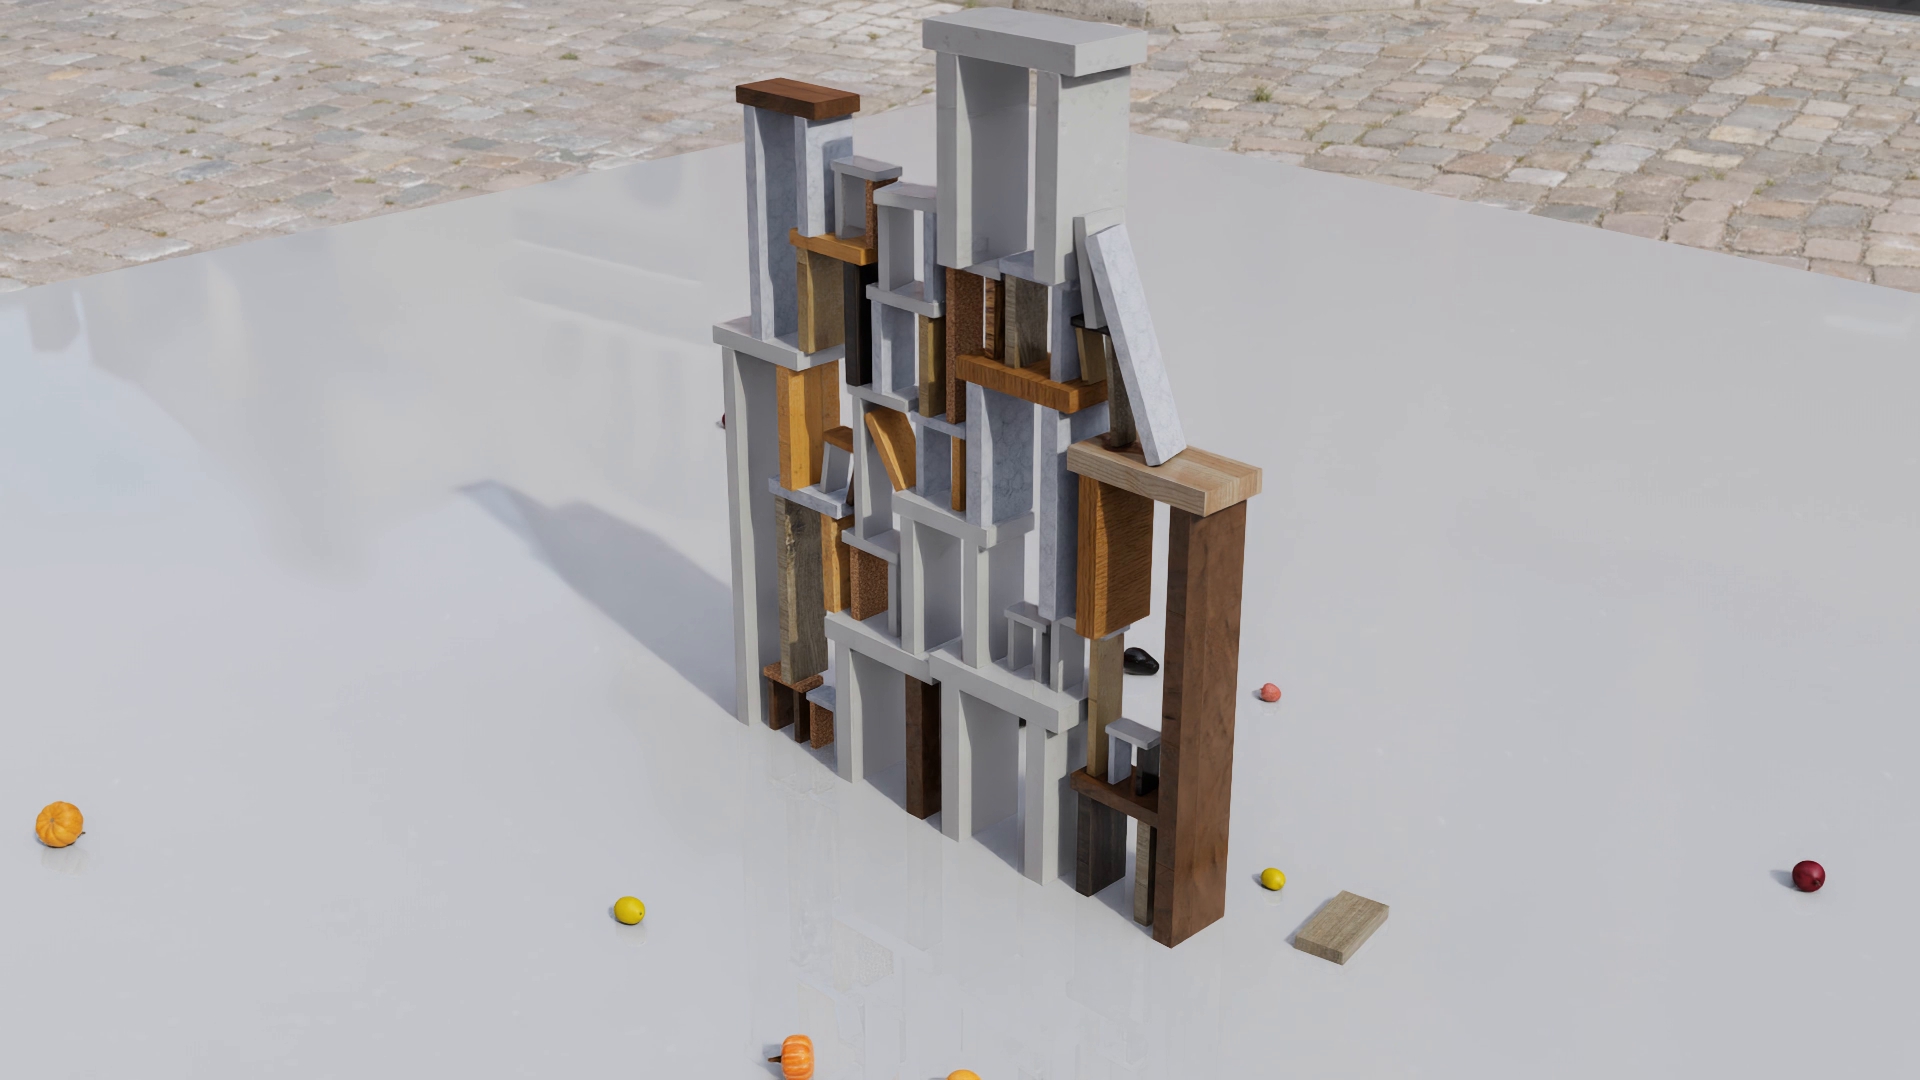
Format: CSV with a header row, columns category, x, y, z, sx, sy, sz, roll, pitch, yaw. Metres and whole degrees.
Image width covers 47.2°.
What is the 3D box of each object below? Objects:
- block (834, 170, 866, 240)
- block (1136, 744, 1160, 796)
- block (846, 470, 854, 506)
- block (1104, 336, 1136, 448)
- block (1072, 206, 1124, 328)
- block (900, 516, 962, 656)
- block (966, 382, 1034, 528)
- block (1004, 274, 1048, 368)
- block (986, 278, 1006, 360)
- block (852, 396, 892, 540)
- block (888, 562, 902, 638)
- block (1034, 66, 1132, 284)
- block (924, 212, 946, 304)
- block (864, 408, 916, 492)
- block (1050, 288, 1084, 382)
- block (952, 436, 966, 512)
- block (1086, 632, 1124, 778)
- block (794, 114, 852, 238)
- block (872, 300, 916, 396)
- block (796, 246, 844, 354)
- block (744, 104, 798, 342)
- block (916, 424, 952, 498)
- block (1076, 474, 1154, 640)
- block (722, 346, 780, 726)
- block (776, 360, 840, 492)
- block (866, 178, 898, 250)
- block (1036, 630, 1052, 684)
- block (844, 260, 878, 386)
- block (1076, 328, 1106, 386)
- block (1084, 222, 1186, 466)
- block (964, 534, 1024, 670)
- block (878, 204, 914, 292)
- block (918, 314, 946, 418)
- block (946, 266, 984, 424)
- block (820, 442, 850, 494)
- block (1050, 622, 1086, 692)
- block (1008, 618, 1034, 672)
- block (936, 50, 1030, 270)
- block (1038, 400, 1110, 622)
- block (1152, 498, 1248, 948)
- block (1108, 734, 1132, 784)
category,x,y,z,sx,sy,sz,roll,pitch,yaw
block,-0.207,-0.641,4.181,0.065,0.131,0.018,-20,30,-39
block,0.344,0.415,4.024,0.014,0.100,0.050,21,31,40
block,-0.191,-0.125,4.384,0.058,0.115,0.016,-22,49,-41
block,0.279,-0.263,3.816,0.051,0.197,0.014,-21,25,-41
block,0.246,-0.465,3.755,0.095,0.191,0.027,-21,21,-40
block,-0.056,0.071,4.310,0.129,0.287,0.036,-21,31,-40
block,0.075,-0.174,4.071,0.139,0.278,0.039,-21,31,-41
block,0.119,-0.398,3.925,0.024,0.170,0.085,21,31,41
block,0.080,-0.407,3.969,0.076,0.152,0.022,-21,31,-41
block,-0.172,-0.151,4.337,0.023,0.298,0.081,21,31,41
block,-0.105,0.105,4.387,0.023,0.166,0.083,22,31,40
block,0.207,-0.628,3.730,0.178,0.356,0.050,-21,31,-40
block,-0.028,-0.526,4.029,0.024,0.171,0.085,21,31,40
block,-0.120,-0.180,4.280,0.081,0.163,0.023,-21,-3,-41
block,0.198,-0.368,3.852,0.085,0.170,0.024,-20,30,-38
block,0.019,-0.134,4.144,0.074,0.148,0.021,-21,31,-40
block,0.269,0.297,4.064,0.020,0.285,0.072,21,31,40
block,-0.258,-0.702,4.200,0.114,0.229,0.032,-20,30,-39
block,-0.127,-0.376,4.193,0.026,0.182,0.091,20,30,39
block,-0.269,-0.482,4.321,0.106,0.211,0.030,-21,32,-40
block,-0.365,-0.633,4.348,0.114,0.470,0.032,-21,31,-41
block,-0.050,-0.161,4.208,0.074,0.148,0.021,-21,31,-40
block,0.278,0.011,3.928,0.044,0.308,0.154,21,31,41
block,-0.427,-0.013,4.686,0.037,0.863,0.131,21,31,41
block,-0.305,-0.242,4.459,0.131,0.263,0.037,-20,30,-39
block,-0.146,-0.617,4.125,0.018,0.131,0.065,21,31,40
block,0.166,0.211,4.134,0.015,0.108,0.054,21,31,41
block,-0.173,-0.426,4.231,0.030,0.244,0.106,21,31,40
block,0.230,-0.326,3.842,0.051,0.102,0.014,-22,20,-41
block,0.299,-0.331,3.732,0.027,0.402,0.095,-8,15,37
block,0.065,0.105,4.192,0.036,0.257,0.129,21,31,41
block,-0.119,-0.559,4.106,0.024,0.171,0.086,14,27,29
block,-0.035,-0.336,4.123,0.091,0.199,0.026,-21,31,-40
block,0.009,-0.367,4.064,0.022,0.301,0.076,21,31,40
block,-0.250,-0.153,4.435,0.058,0.115,0.016,-19,42,-38
block,0.201,0.206,4.099,0.020,0.144,0.072,21,31,41
block,0.115,0.191,4.181,0.015,0.108,0.054,21,31,41
block,0.041,-0.683,3.887,0.178,0.377,0.050,-21,31,-40
block,0.206,-0.064,3.976,0.039,0.408,0.139,21,31,41
block,0.423,0.322,3.902,0.154,0.860,0.044,-21,31,-41
block,0.296,0.397,4.065,0.014,0.100,0.050,21,31,40
